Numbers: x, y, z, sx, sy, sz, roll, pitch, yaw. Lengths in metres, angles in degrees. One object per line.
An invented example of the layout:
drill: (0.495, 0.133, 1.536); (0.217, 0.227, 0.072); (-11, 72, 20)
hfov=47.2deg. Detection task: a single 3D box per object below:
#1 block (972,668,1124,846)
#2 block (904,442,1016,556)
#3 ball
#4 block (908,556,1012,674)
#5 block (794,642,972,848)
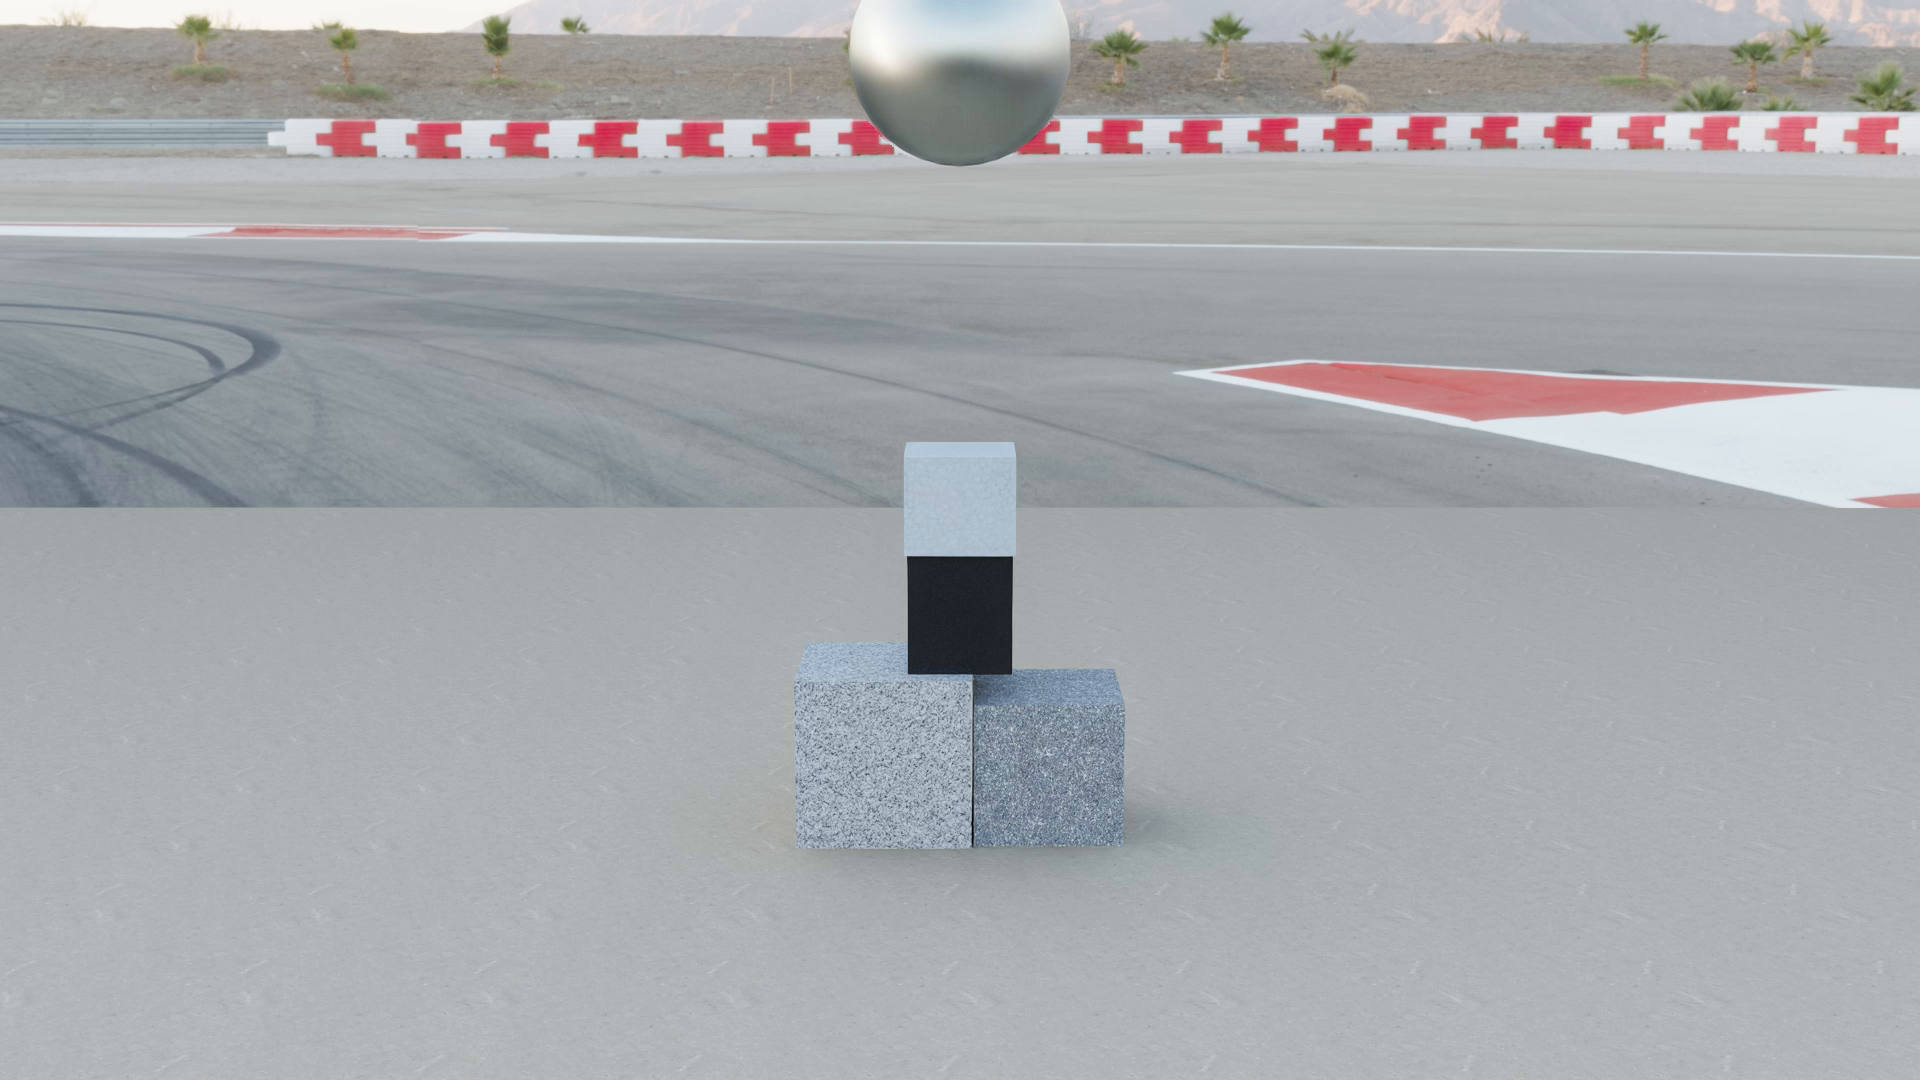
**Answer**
block: (0.444, 1.115, 11.390); (0.754, 0.731, 0.768); (0, 10, 0)
block: (0.000, -0.212, 11.129); (0.553, 0.496, 0.546); (0, 10, 0)
ball: (0.000, -3.489, 15.785); (1.600, 1.600, 1.600); (0, 10, 0)
block: (0.000, 0.325, 11.256); (0.524, 0.608, 0.565); (0, 10, 0)
block: (-0.382, 1.048, 11.390); (0.878, 0.863, 0.865); (0, 10, 0)
